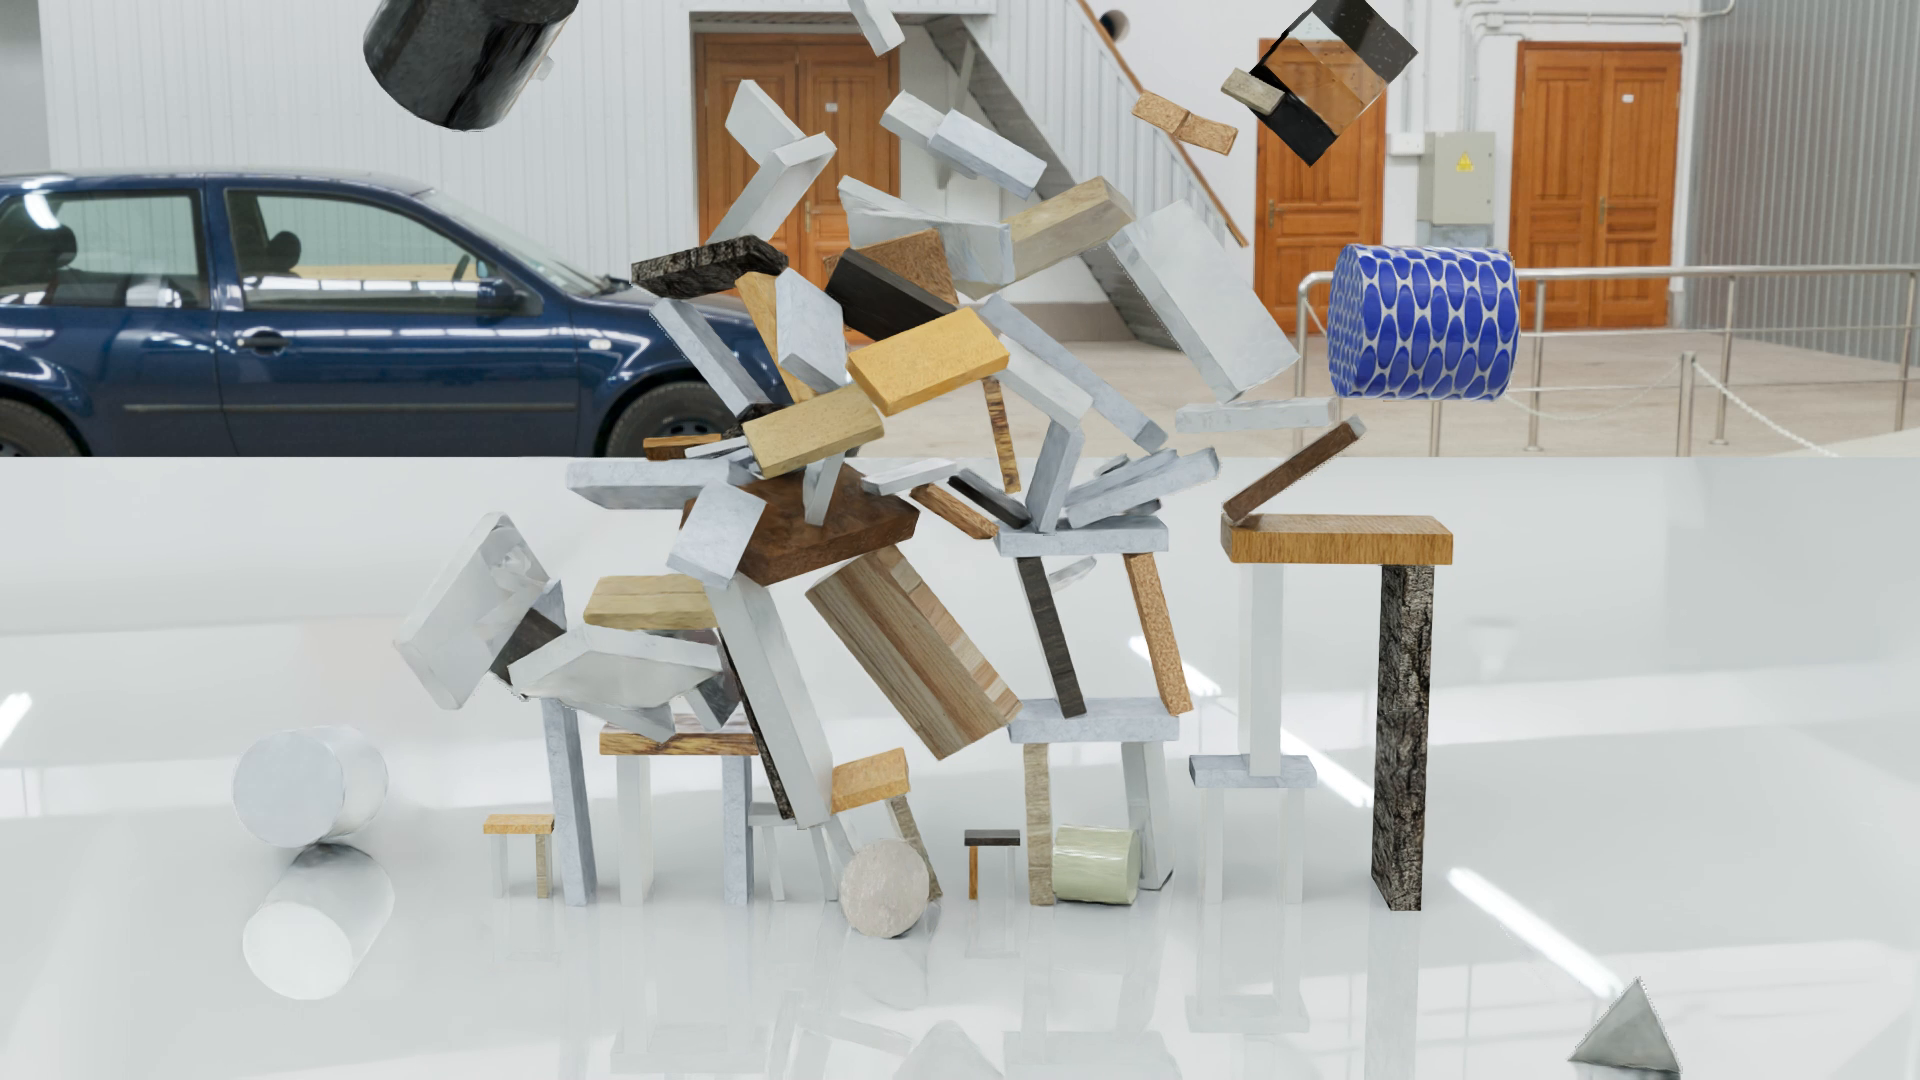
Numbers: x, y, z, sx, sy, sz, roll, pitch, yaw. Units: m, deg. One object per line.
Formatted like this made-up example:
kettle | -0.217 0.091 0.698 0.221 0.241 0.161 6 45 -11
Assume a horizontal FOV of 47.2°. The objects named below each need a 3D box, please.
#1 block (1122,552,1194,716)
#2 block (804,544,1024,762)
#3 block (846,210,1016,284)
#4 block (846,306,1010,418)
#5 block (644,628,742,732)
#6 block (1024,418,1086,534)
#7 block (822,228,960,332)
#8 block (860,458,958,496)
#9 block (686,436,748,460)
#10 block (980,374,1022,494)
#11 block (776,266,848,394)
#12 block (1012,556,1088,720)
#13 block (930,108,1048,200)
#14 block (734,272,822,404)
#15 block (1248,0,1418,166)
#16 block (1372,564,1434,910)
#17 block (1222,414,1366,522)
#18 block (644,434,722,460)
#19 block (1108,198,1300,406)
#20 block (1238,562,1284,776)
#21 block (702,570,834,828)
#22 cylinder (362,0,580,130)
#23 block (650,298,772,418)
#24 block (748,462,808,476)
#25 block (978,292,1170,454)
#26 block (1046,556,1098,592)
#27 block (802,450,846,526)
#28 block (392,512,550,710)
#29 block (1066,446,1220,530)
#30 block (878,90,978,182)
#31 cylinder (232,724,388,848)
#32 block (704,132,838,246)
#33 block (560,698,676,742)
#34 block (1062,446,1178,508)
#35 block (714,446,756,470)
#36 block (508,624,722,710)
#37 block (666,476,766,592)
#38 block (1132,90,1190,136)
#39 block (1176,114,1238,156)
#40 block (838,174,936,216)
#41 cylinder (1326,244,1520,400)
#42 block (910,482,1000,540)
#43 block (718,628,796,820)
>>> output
block | 0.323 0.142 3.606 0.038 0.269 0.135 -16 10 0
block | -0.076 0.179 3.576 0.179 0.358 0.051 -33 9 40
block | -0.052 -0.483 3.612 0.026 0.093 0.368 -22 24 -39
block | -0.047 -0.266 3.264 0.220 0.031 0.110 -24 60 -27
block | -0.431 0.186 3.564 0.032 0.226 0.113 -17 23 29
block | 0.149 -0.111 3.483 0.025 0.179 0.090 6 31 -19
block | -0.117 -0.430 3.653 0.036 0.129 0.257 -26 14 -40
block | -0.080 -0.101 3.494 0.139 0.020 0.069 -17 17 -24
block | -0.369 -0.137 3.499 0.123 0.017 0.062 -12 -27 4
block | 0.064 -0.173 3.487 0.025 0.179 0.090 -13 29 0
block | -0.225 -0.311 3.321 0.110 0.031 0.220 35 30 -31
block | 0.144 0.146 3.595 0.038 0.269 0.135 -17 11 -1
block | 0.049 -0.654 3.729 0.189 0.027 0.095 30 41 -2
block | -0.268 -0.313 3.501 0.032 0.239 0.114 -31 -12 21
block | 0.585 -0.747 3.519 0.173 0.173 0.173 -46 0 -34
block | 0.727 0.306 3.621 0.049 0.575 0.175 0 11 0
block | 0.537 -0.116 3.528 0.240 0.034 0.120 -35 -2 19
block | -0.440 -0.142 3.525 0.123 0.017 0.062 -3 -33 3
block | 0.392 -0.385 3.525 0.161 0.322 0.046 -29 -9 -37
block | 0.491 0.194 3.602 0.049 0.349 0.175 0 10 1
block | -0.295 0.212 3.440 0.051 0.458 0.179 -15 27 6
cylinder | -0.724 -0.778 3.255 0.241 0.241 0.241 -10 -24 -43
block | -0.400 -0.293 3.568 0.032 0.228 0.114 -42 -10 13
block | -0.268 -0.118 3.463 0.113 0.016 0.057 -7 -5 17
block | 0.196 -0.284 3.764 0.356 0.046 0.161 41 6 18
block | 0.176 0.068 3.817 0.125 0.018 0.063 -23 -16 -37
block | -0.203 -0.122 3.327 0.027 0.187 0.094 8 43 -15
block | -0.737 0.105 3.331 0.040 0.142 0.284 -4 40 31
block | 0.295 -0.085 3.544 0.244 0.034 0.120 -21 6 13
block | -0.037 -0.691 3.757 0.189 0.027 0.095 31 39 -1
cylinder | -1.135 0.428 3.853 0.200 0.200 0.200 1 -2 7
block | -0.312 -0.549 3.561 0.129 0.036 0.257 -32 -10 -48
block | -0.551 0.234 3.487 0.033 0.116 0.232 -35 -38 20
block | 0.246 -0.099 3.591 0.227 0.018 0.063 -23 6 -3
block | -0.335 -0.129 3.478 0.113 0.016 0.057 -19 -16 14
block | -0.484 0.182 3.114 0.142 0.040 0.292 -29 -22 25
block | -0.354 -0.011 3.210 0.094 0.027 0.187 24 40 -4
block | 0.329 -0.700 3.602 0.090 0.045 0.013 33 2 30
block | 0.403 -0.661 3.578 0.090 0.045 0.013 23 -2 22
block | -0.119 -0.564 3.801 0.186 0.026 0.093 26 -13 11
cylinder | 0.731 -0.345 3.494 0.242 0.242 0.242 1 10 -4
block | -0.009 -0.045 3.532 0.139 0.020 0.069 33 -16 -18
block | -0.322 0.268 3.554 0.032 0.370 0.113 -14 26 3
